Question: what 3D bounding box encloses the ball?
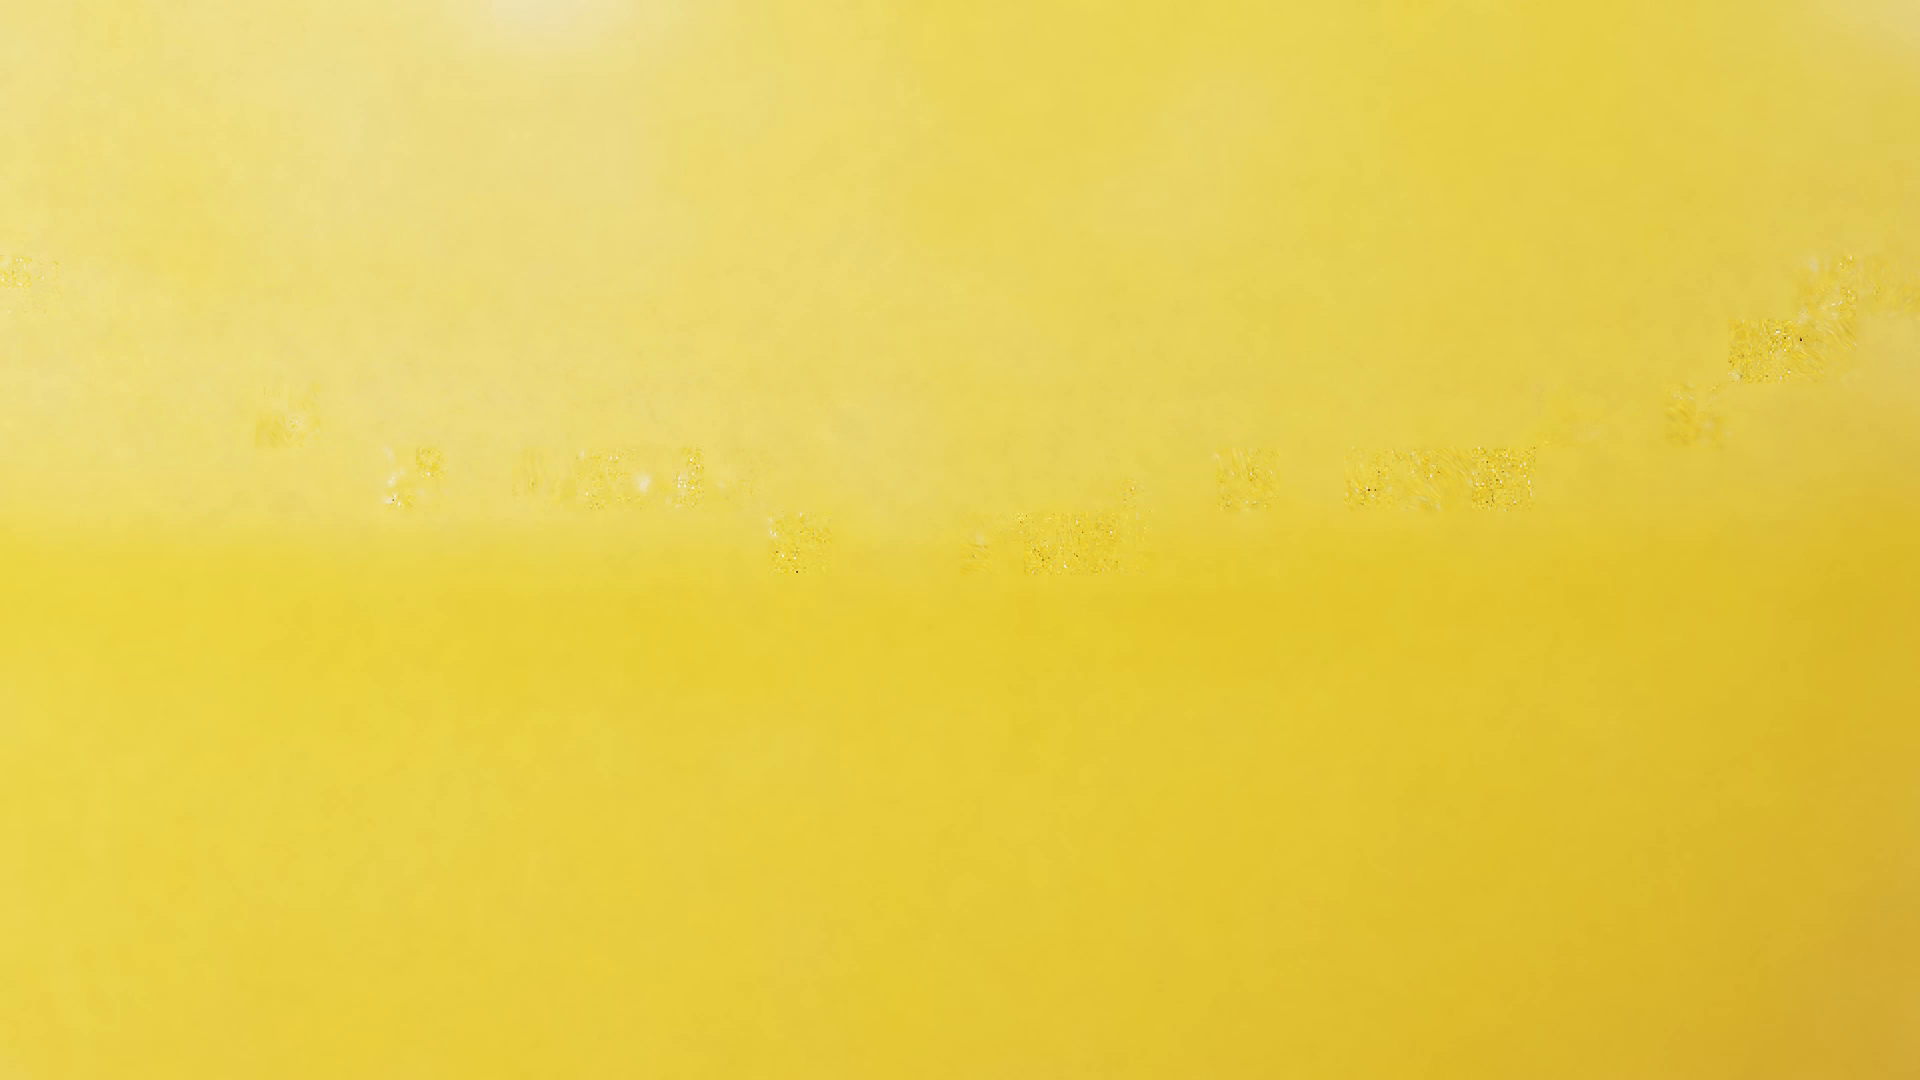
[{"bbox_3d":[0.000,-0.002,0.056,0.080,0.080,0.080,0,4,0],"label":"ball"}]
